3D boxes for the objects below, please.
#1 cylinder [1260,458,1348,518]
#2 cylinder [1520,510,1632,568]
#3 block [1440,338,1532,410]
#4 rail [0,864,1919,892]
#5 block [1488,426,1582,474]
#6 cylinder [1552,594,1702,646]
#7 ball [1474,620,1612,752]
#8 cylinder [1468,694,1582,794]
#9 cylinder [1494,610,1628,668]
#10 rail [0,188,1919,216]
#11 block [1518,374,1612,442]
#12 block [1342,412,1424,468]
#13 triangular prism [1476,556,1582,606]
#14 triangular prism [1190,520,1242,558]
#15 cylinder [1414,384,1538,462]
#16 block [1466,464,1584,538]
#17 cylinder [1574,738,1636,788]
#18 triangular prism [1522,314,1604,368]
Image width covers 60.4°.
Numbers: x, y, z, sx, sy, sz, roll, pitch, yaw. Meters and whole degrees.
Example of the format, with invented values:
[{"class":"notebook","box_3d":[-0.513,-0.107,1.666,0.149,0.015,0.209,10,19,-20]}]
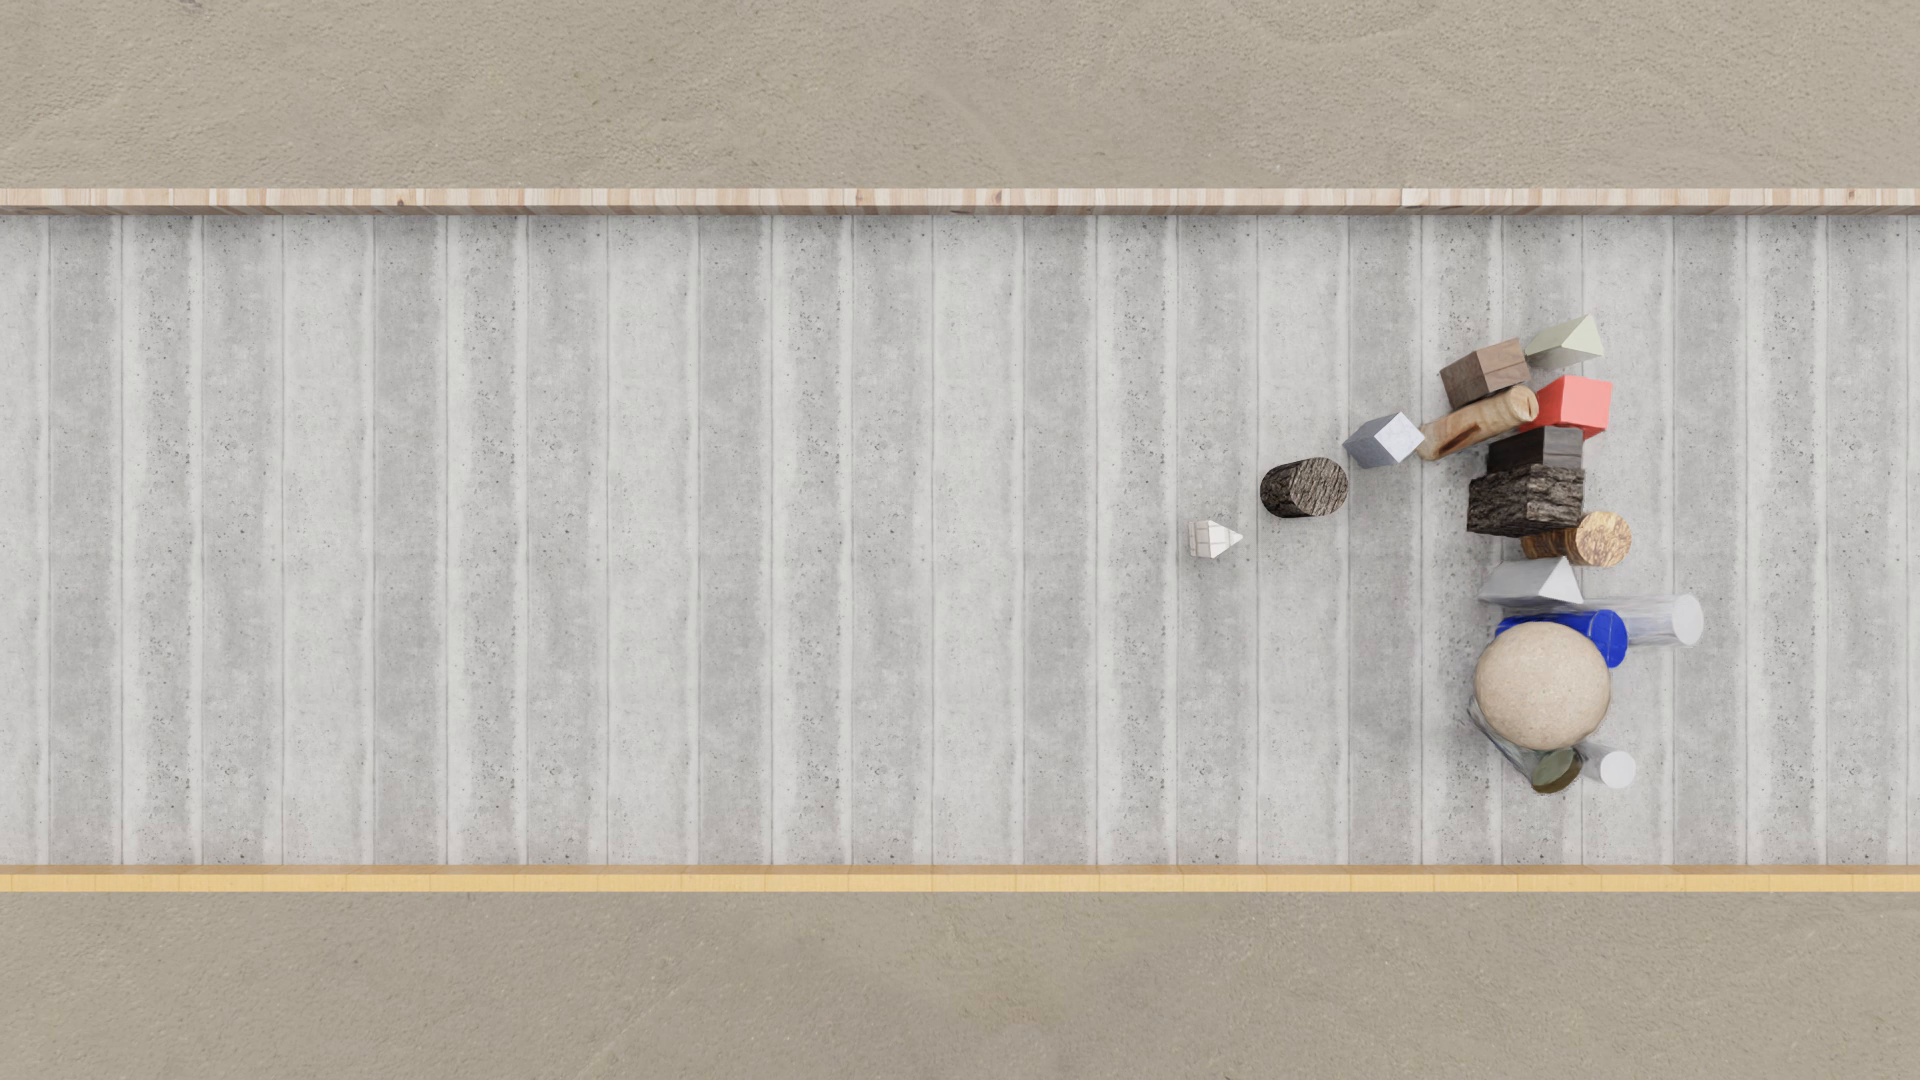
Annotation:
[{"class":"cylinder","box_3d":[1.006,-0.150,4.850,0.166,0.454,0.166,0,90,0]},{"class":"cylinder","box_3d":[1.811,-0.002,4.867,0.160,0.414,0.160,0,90,-2]},{"class":"block","box_3d":[1.552,-0.490,4.888,0.126,0.370,0.126,-18,87,0]},{"class":"rail","box_3d":[-2.247,1.025,5.001,12.000,0.150,0.050,0,90,0]},{"class":"block","box_3d":[1.697,-0.249,4.882,0.115,0.369,0.115,4,85,-6]},{"class":"cylinder","box_3d":[1.960,0.243,4.867,0.145,0.408,0.145,4,83,-33]},{"class":"ball","box_3d":[1.639,0.410,4.647,0.366,0.366,0.366,0,90,0]},{"class":"cylinder","box_3d":[1.669,0.580,4.888,0.163,0.347,0.163,-9,123,-14]},{"class":"cylinder","box_3d":[1.774,0.300,4.880,0.168,0.337,0.168,4,82,-33]},{"class":"rail","box_3d":[-2.247,-1.025,5.002,12.000,0.150,0.050,0,90,0]},{"class":"block","box_3d":[1.794,-0.373,4.901,0.138,0.333,0.138,10,81,0]},{"class":"block","box_3d":[1.247,-0.291,4.876,0.103,0.401,0.103,-43,90,0]},{"class":"triangular prism","box_3d":[1.694,0.119,4.905,0.144,0.333,0.125,11,83,-13]},{"class":"triangular prism","box_3d":[0.731,-0.017,4.872,0.105,0.409,0.091,-34,90,0]},{"class":"cylinder","box_3d":[1.522,-0.343,4.885,0.114,0.386,0.114,10,70,-28]},{"class":"block","box_3d":[1.657,-0.112,4.854,0.159,0.416,0.159,7,85,-6]},{"class":"cylinder","box_3d":[1.839,0.639,4.870,0.108,0.402,0.108,0,93,-7]},{"class":"triangular prism","box_3d":[1.781,-0.591,4.882,0.123,0.390,0.107,12,90,0]}]
